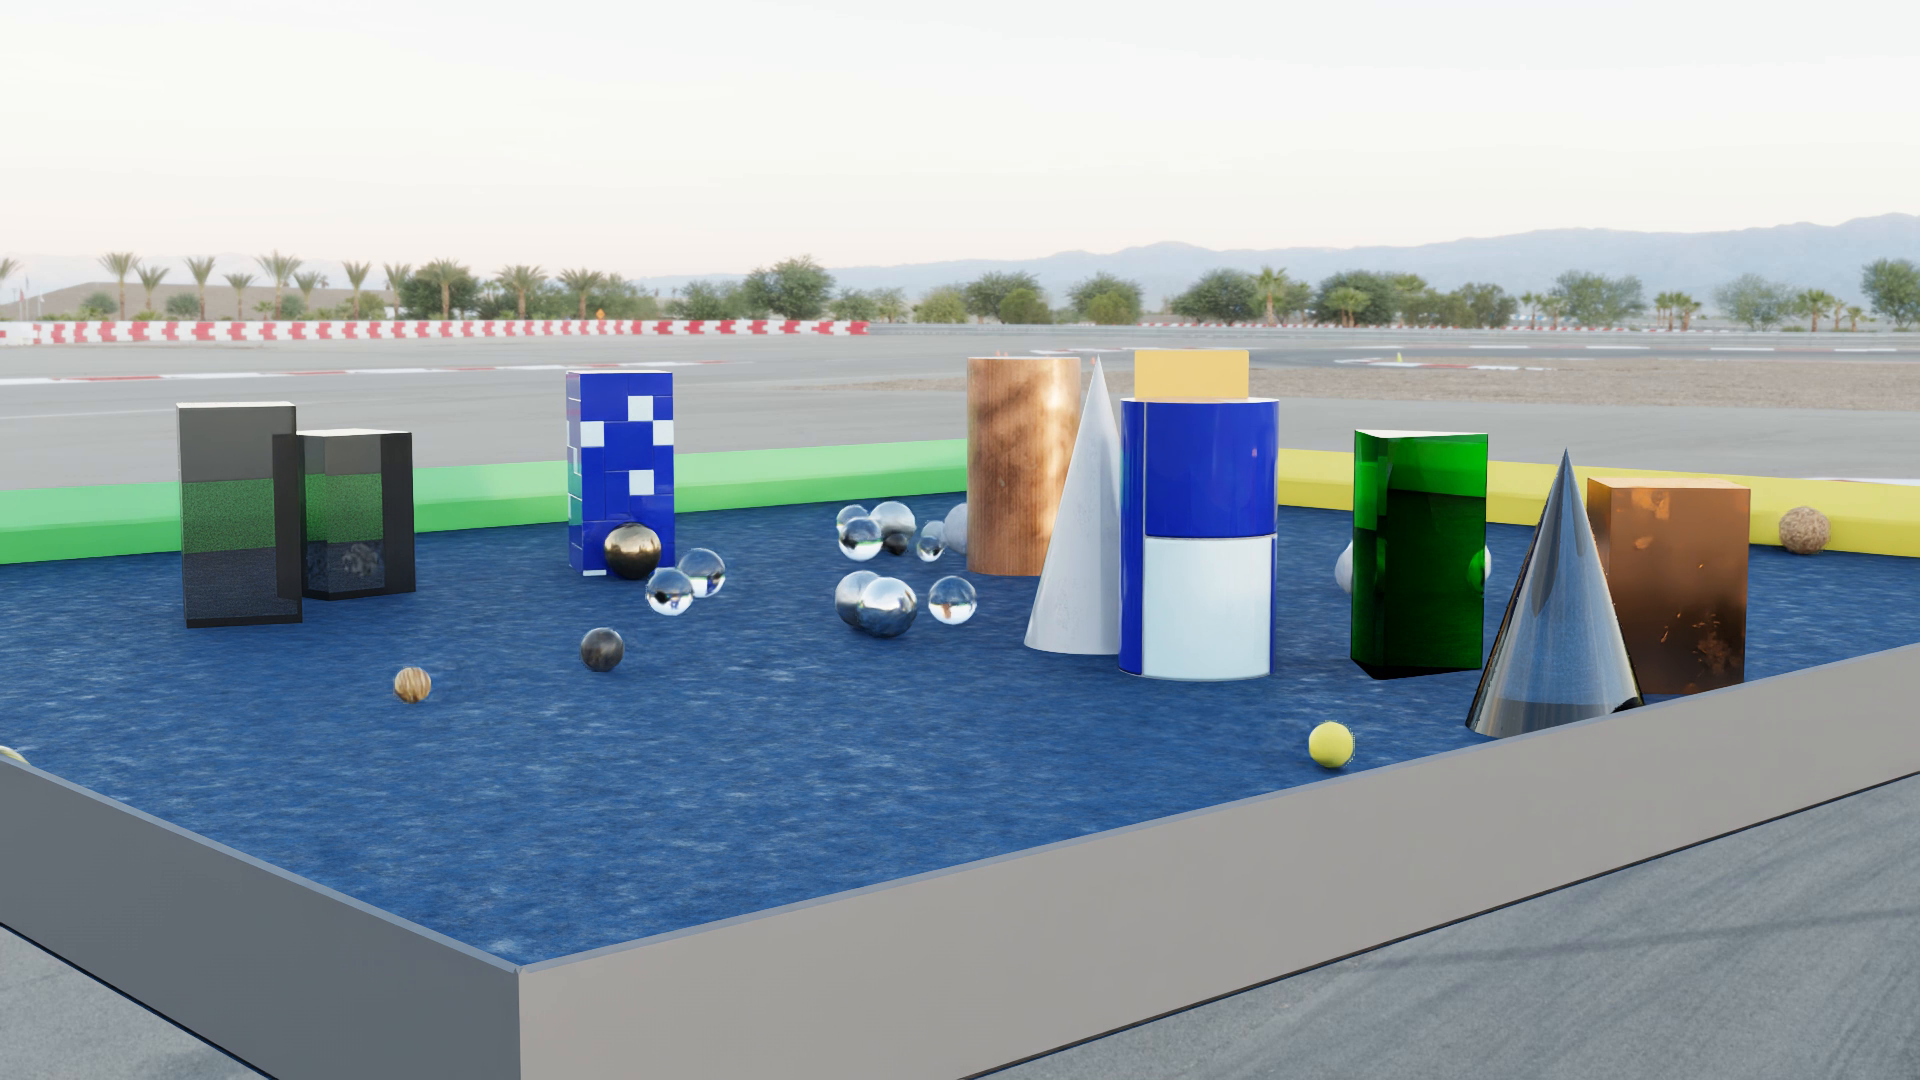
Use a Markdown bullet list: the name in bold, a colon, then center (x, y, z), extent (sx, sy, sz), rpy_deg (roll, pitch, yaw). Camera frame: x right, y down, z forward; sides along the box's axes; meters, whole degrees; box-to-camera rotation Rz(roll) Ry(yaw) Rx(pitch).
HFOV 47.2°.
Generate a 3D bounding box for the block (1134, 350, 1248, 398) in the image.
- **block**: center (0.327, -0.076, 3.126), extent (0.156, 0.387, 0.156), rpy_deg (1, 6, 6)

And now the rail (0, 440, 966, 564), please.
- **rail**: center (-1.022, -0.082, 4.433), extent (3.403, 0.127, 0.045), rpy_deg (-5, 8, -42)

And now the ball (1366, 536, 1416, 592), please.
- **ball**: center (0.677, 0.037, 3.488), extent (0.089, 0.089, 0.089), rpy_deg (0, 6, 0)

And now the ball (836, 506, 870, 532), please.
- **ball**: center (-0.206, -0.033, 4.257), extent (0.068, 0.068, 0.068), rpy_deg (0, 6, 0)

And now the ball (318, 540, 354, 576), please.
- **ball**: center (-1.047, 0.030, 3.694), extent (0.059, 0.059, 0.059), rpy_deg (0, 6, 0)

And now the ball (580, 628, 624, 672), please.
- **ball**: center (-0.442, 0.135, 2.716), extent (0.054, 0.054, 0.054), rpy_deg (0, 6, 0)

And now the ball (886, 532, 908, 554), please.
- **ball**: center (-0.116, 0.007, 4.007), extent (0.040, 0.040, 0.040), rpy_deg (0, 6, 0)

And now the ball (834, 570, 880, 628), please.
- **ball**: center (-0.136, 0.084, 3.078), extent (0.081, 0.081, 0.081), rpy_deg (0, 6, 0)

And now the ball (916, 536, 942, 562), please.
- **ball**: center (-0.054, 0.016, 3.893), extent (0.046, 0.046, 0.046), rpy_deg (0, 6, 0)

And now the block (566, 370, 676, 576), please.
- **block**: center (-0.583, -0.119, 3.773), extent (0.156, 0.339, 0.156), rpy_deg (-2, 6, -19)

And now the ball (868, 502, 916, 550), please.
- **ball**: center (-0.127, -0.025, 4.068), extent (0.091, 0.091, 0.091), rpy_deg (0, 6, 0)

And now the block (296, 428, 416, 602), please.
- **block**: center (-0.972, -0.043, 3.463), extent (0.156, 0.253, 0.156), rpy_deg (5, 8, 42)

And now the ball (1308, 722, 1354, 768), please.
- **ball**: center (0.362, 0.200, 2.145), extent (0.044, 0.044, 0.044), rpy_deg (0, 6, 0)

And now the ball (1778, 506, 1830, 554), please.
- **ball**: center (1.539, -0.018, 4.010), extent (0.088, 0.088, 0.088), rpy_deg (0, 6, 0)

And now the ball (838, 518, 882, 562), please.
- **ball**: center (-0.176, -0.001, 3.899), extent (0.078, 0.078, 0.078), rpy_deg (0, 6, 0)

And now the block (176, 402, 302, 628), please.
- **block**: center (-1.038, -0.040, 3.164), extent (0.156, 0.309, 0.156), rpy_deg (-2, 6, -21)

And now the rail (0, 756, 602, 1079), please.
- **rail**: center (-1.233, 0.152, 2.200), extent (0.045, 0.127, 3.060), rpy_deg (-5, 8, -42)

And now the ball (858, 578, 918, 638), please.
- **ball**: center (-0.099, 0.092, 2.992), extent (0.082, 0.082, 0.082), rpy_deg (0, 6, 0)

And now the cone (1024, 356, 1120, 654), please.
- **cone**: center (0.183, -0.054, 2.924), extent (0.195, 0.387, 0.195), rpy_deg (0, 6, 0)

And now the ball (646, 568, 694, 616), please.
- **ball**: center (-0.422, 0.076, 3.206), extent (0.069, 0.069, 0.069), rpy_deg (0, 6, 0)

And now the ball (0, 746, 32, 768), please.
- **ball**: center (-0.820, 0.212, 1.854), extent (0.080, 0.080, 0.080), rpy_deg (0, 6, 0)

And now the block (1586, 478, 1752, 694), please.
- **block**: center (0.837, 0.052, 2.617), extent (0.156, 0.240, 0.156), rpy_deg (1, 6, 6)

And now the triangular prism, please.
- **triangular prism**: center (0.541, 0.012, 2.743), extent (0.169, 0.293, 0.146), rpy_deg (-3, 7, -30)

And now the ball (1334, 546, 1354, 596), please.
- **ball**: center (0.623, 0.048, 3.414), extent (0.082, 0.082, 0.082), rpy_deg (0, 6, 0)

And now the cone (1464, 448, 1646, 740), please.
- **cone**: center (0.640, 0.051, 2.336), extent (0.195, 0.301, 0.195), rpy_deg (0, 6, 0)

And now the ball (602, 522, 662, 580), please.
- **ball**: center (-0.542, 0.017, 3.638), extent (0.096, 0.096, 0.096), rpy_deg (0, 6, 0)

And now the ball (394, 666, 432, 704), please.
- **ball**: center (-0.621, 0.164, 2.496), extent (0.041, 0.041, 0.041), rpy_deg (0, 6, 0)

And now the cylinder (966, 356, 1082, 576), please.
- **cylinder**: center (0.109, -0.130, 3.766), extent (0.195, 0.363, 0.195), rpy_deg (0, 6, 0)

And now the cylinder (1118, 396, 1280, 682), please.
- **cylinder**: center (0.294, -0.006, 2.721), extent (0.195, 0.334, 0.195), rpy_deg (0, 6, 0)

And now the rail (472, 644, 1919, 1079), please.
- **rail**: center (1.022, 0.148, 2.231), extent (3.403, 0.127, 0.045), rpy_deg (-5, 8, -42)

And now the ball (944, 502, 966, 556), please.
- **ball**: center (0.019, -0.020, 3.983), extent (0.097, 0.097, 0.097), rpy_deg (0, 6, 0)

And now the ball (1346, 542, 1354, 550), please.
- **ball**: center (0.665, 0.032, 3.594), extent (0.075, 0.075, 0.075), rpy_deg (0, 6, 0)

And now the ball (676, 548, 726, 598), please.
- **ball**: center (-0.401, 0.052, 3.410), extent (0.076, 0.076, 0.076), rpy_deg (0, 6, 0)

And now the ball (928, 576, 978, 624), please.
- **ball**: center (-0.010, 0.086, 3.115), extent (0.069, 0.069, 0.069), rpy_deg (0, 6, 0)

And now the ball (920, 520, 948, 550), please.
- **ball**: center (-0.045, -0.008, 4.070), extent (0.055, 0.055, 0.055), rpy_deg (0, 6, 0)

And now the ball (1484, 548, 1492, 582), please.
- **ball**: center (0.782, 0.037, 3.442), extent (0.097, 0.097, 0.097), rpy_deg (0, 6, 0)

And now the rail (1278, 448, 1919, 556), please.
- **rail**: center (1.233, -0.086, 4.463), extent (0.045, 0.127, 3.060), rpy_deg (-5, 8, -42)
